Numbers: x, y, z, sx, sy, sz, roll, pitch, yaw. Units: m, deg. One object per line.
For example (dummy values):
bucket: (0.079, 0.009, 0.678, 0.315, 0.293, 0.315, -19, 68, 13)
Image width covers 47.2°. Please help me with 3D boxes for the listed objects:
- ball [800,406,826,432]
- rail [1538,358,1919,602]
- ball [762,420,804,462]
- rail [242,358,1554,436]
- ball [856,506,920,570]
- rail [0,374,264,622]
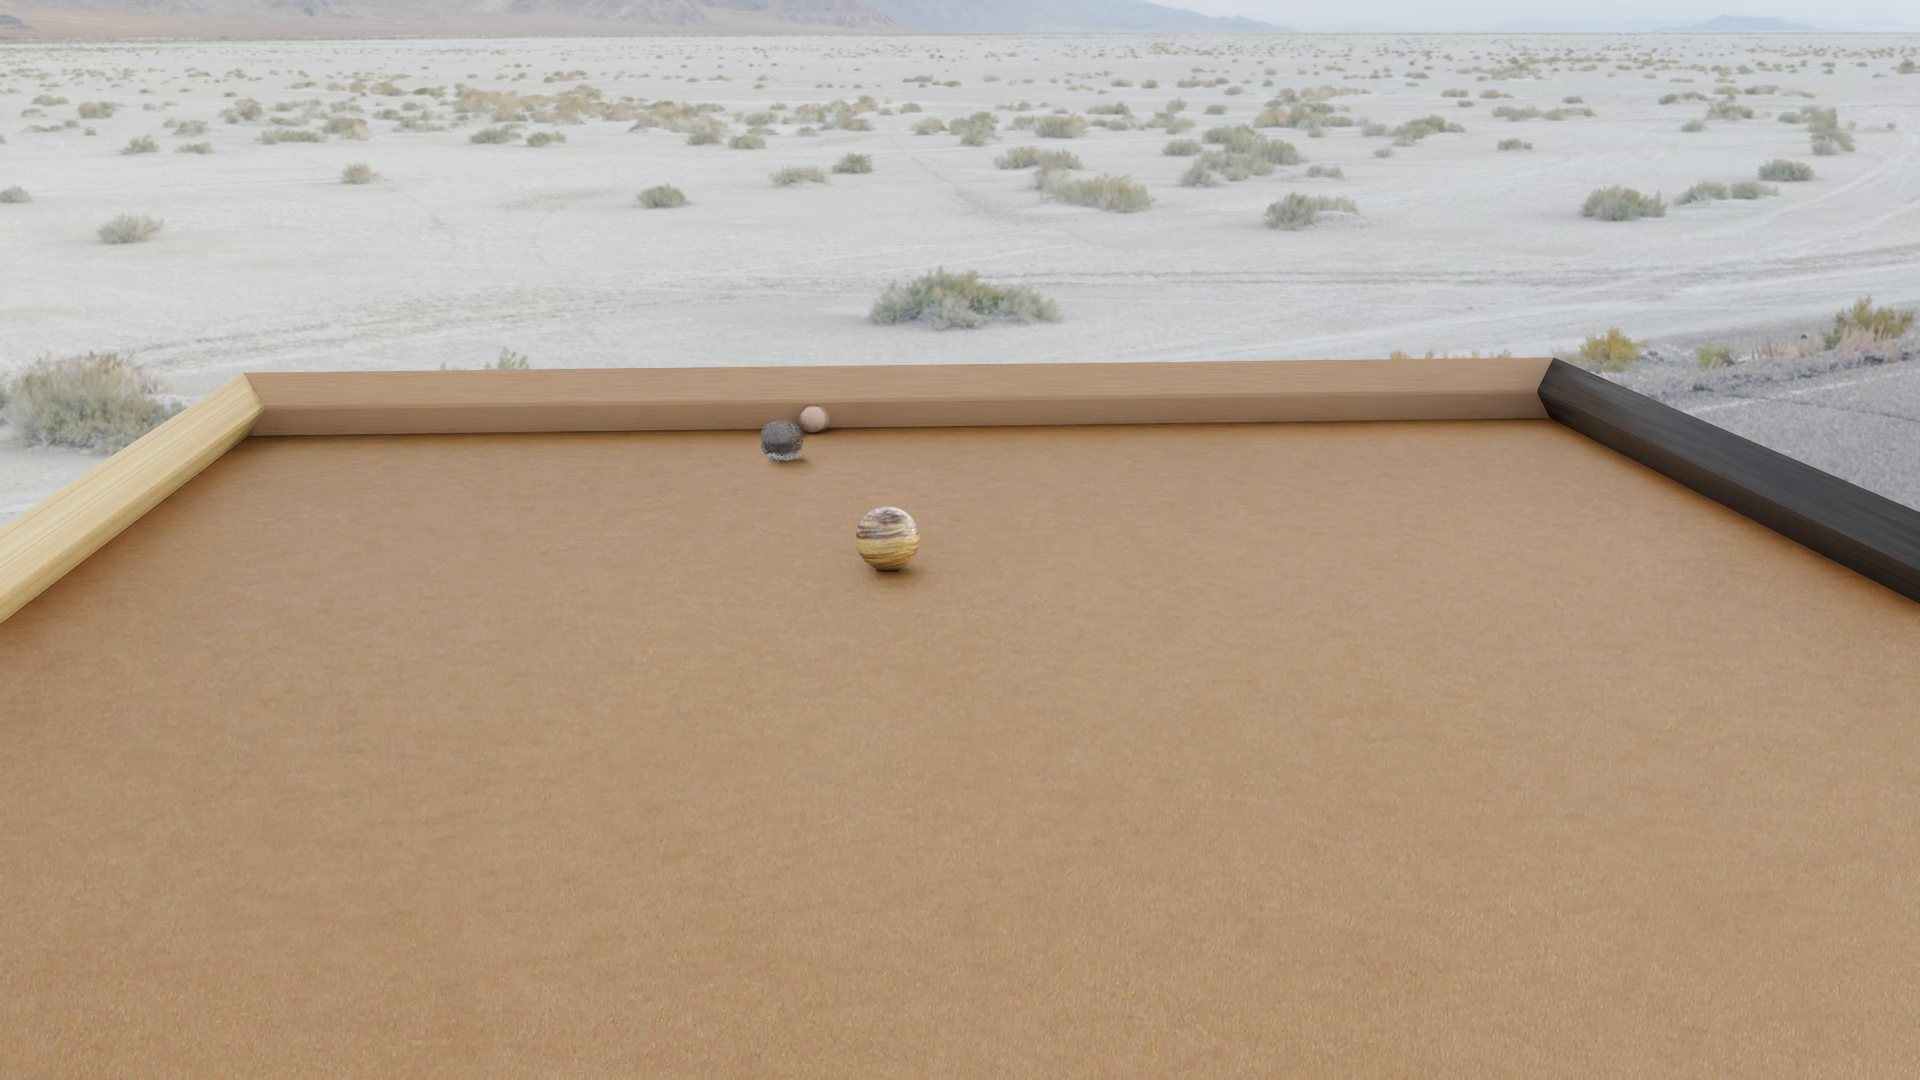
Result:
ball: (-0.278, -0.227, 4.138, 0.050, 0.050, 0.050, 0, 13, 0)
rail: (1.311, 0.208, 2.112, 0.045, 0.117, 4.490, -1, 13, -4)
ball: (-0.311, -0.175, 3.862, 0.074, 0.074, 0.074, 0, 13, 0)
rail: (-0.087, -0.270, 4.175, 2.499, 0.117, 0.045, -1, 13, -4)
ball: (-0.101, -0.002, 3.080, 0.090, 0.090, 0.090, 0, 13, 0)
rail: (-1.133, 0.251, 1.923, 0.045, 0.117, 4.490, -1, 13, -4)
